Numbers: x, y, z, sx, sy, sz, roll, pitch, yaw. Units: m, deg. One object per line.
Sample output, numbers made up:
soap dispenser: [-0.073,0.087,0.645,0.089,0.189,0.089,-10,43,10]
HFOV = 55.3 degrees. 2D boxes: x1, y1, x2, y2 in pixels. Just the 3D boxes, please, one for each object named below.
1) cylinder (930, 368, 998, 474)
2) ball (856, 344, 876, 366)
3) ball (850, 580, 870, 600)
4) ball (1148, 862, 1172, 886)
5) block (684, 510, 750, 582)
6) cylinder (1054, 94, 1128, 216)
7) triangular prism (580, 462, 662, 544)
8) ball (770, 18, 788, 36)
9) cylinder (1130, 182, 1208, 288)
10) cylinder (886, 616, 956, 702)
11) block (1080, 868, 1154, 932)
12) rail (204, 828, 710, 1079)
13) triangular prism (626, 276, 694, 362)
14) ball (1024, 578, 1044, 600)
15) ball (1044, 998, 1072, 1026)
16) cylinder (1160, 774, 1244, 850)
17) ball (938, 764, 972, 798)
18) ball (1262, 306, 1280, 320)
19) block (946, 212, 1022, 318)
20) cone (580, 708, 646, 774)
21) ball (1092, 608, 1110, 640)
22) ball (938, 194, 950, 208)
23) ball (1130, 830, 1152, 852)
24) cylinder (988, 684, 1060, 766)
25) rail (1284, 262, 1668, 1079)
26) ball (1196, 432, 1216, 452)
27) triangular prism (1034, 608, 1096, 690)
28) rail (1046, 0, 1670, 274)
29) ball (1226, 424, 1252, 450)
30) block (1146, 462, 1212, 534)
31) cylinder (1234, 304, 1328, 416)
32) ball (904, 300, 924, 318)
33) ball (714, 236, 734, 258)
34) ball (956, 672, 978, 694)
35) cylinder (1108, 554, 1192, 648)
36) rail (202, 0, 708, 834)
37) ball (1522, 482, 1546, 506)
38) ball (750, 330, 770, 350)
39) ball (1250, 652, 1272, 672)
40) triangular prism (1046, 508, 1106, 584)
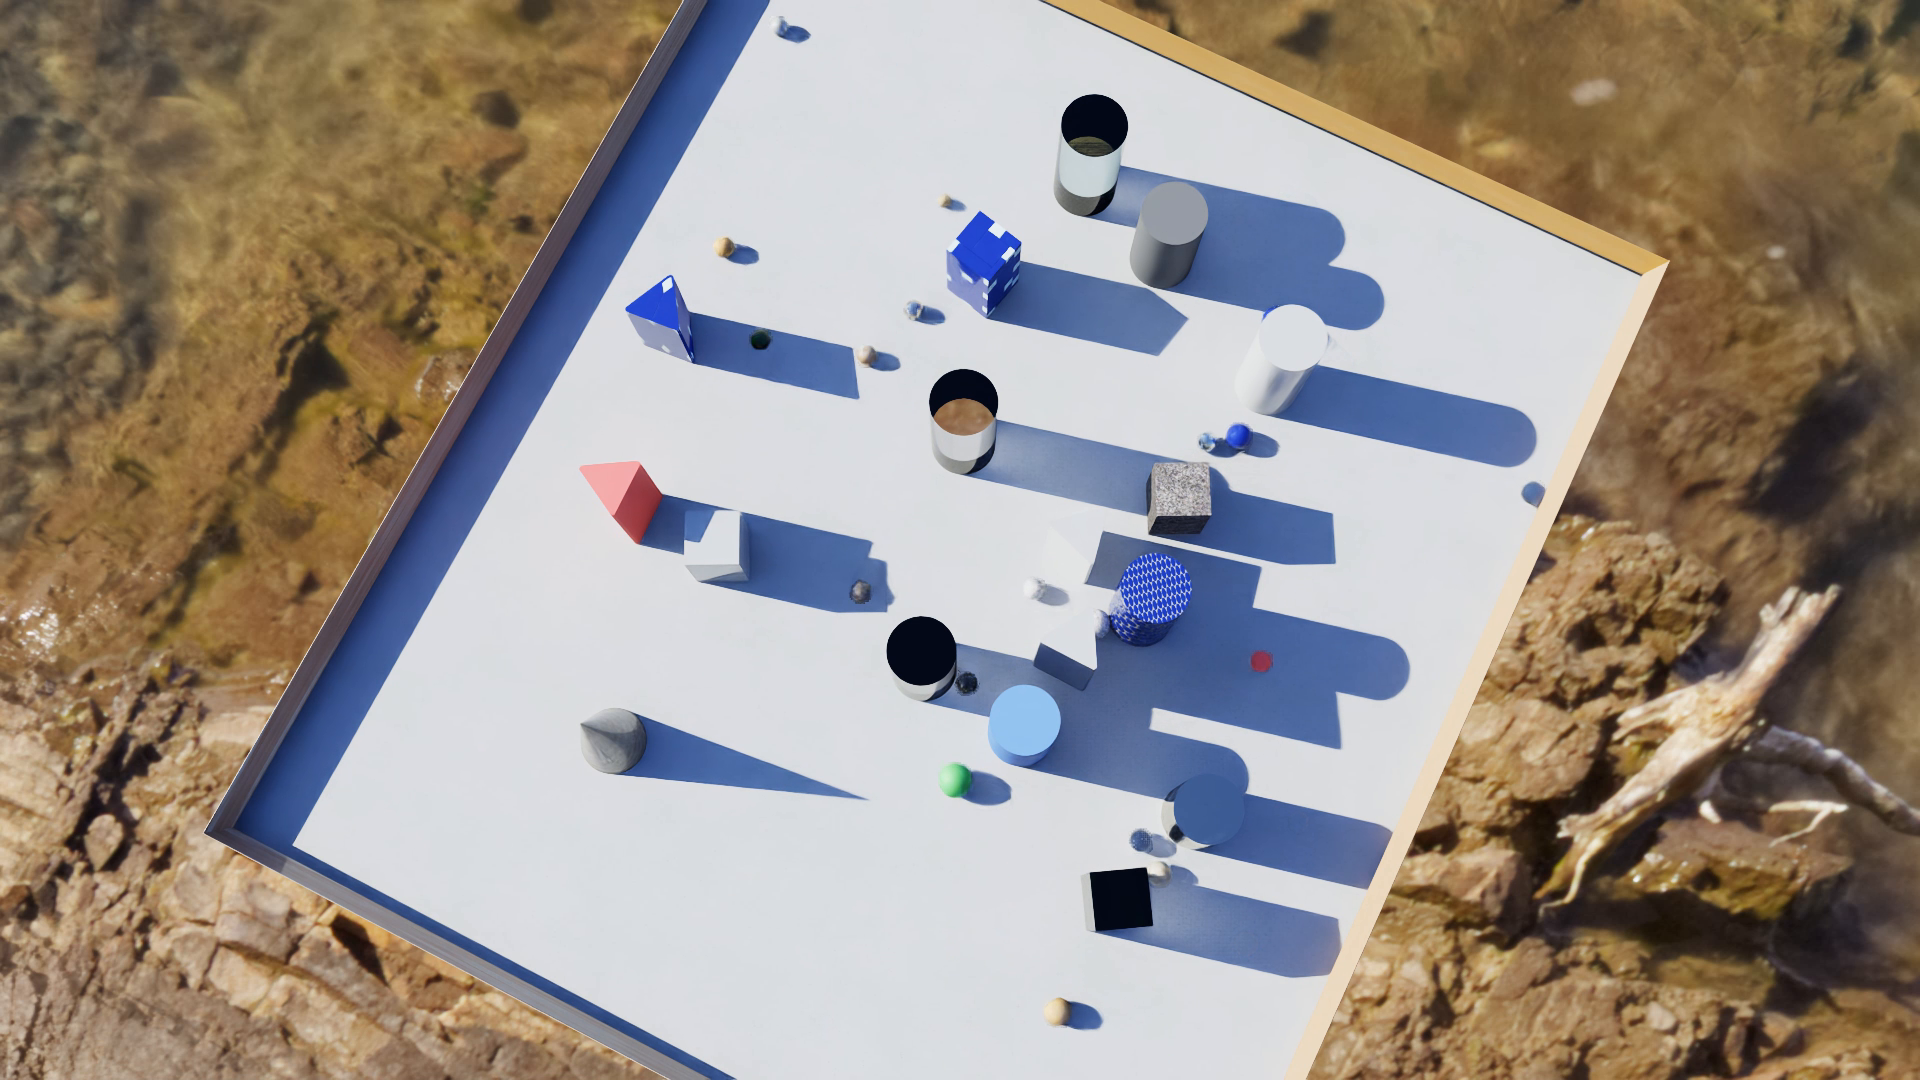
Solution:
cylinder: [0.011,-0.346,5.452,0.199,0.463,0.199,0,78,0]
ball: [-0.291,-0.576,5.704,0.063,0.063,0.063,0,78,0]
ball: [-0.301,0.154,5.553,0.062,0.062,0.062,0,78,0]
ball: [0.583,0.979,5.377,0.073,0.073,0.073,0,78,0]
block: [-0.723,0.021,5.474,0.159,0.270,0.159,-1,78,0]
cylinder: [0.396,-1.174,5.623,0.199,0.464,0.199,0,78,0]
triangular prism: [-0.976,-0.140,5.434,0.149,0.414,0.173,-35,80,-7]
ball: [-0.586,-1.662,5.930,0.059,0.059,0.059,0,78,0]
cylinder: [0.636,-0.929,5.612,0.199,0.385,0.199,0,78,0]
cylinder: [-0.109,0.351,5.352,0.199,0.376,0.199,0,78,0]
block: [0.442,1.023,5.210,0.159,0.381,0.159,-5,78,-1]
rail: [-0.778,1.531,5.233,3.144,0.129,0.045,26,80,5]
triangular prism: [-0.884,-0.686,5.591,0.173,0.329,0.149,21,79,4]
ball: [0.224,0.148,5.553,0.065,0.065,0.065,0,78,0]
ball: [0.284,1.363,5.295,0.078,0.078,0.078,0,78,0]
cylinder: [0.696,0.786,5.285,0.199,0.331,0.199,0,78,0]
ball: [-0.014,0.712,5.419,0.099,0.099,0.099,0,78,0]
ball: [0.988,-0.677,5.706,0.100,0.100,0.100,0,78,0]
block: [0.071,-0.839,5.615,0.159,0.343,0.159,38,81,7]
cone: [-1.038,0.552,5.249,0.199,0.497,0.199,0,78,0]
ball: [0.407,0.253,5.517,0.094,0.094,0.094,0,78,0]
ball: [-0.050,-1.077,5.818,0.042,0.042,0.042,0,78,0]
ball: [0.532,0.887,5.399,0.066,0.066,0.066,0,78,0]
cylinder: [0.182,0.542,5.315,0.199,0.371,0.199,0,78,0]
rail: [1.385,0.685,5.408,0.045,0.129,3.528,26,80,5]
ball: [0.760,-0.302,5.648,0.062,0.062,0.062,0,78,0]
triangular prism: [0.331,0.301,5.304,0.173,0.490,0.149,27,80,5]
rail: [0.778,-1.517,5.864,3.144,0.129,0.045,26,80,5]
ball: [0.858,-0.318,5.642,0.079,0.079,0.079,0,78,0]
block: [0.654,-0.123,5.507,0.159,0.265,0.159,-1,78,0]
cylinder: [0.956,-0.533,5.488,0.199,0.469,0.199,0,78,0]
ball: [-0.145,-0.722,5.736,0.059,0.059,0.059,0,78,0]
ball: [-0.744,-0.923,5.774,0.066,0.066,0.066,0,78,0]
ball: [0.021,0.428,5.495,0.065,0.065,0.065,0,78,0]
cylinder: [0.549,0.181,5.347,0.199,0.455,0.199,0,78,0]
rail: [-1.385,-0.671,5.688,0.045,0.129,3.528,26,80,5]
ball: [1.756,-0.142,5.609,0.073,0.073,0.073,0,78,0]
ball: [-0.622,-0.623,5.714,0.061,0.061,0.061,0,78,0]
ball: [0.904,0.366,5.509,0.064,0.064,0.064,0,78,0]
triangular prism: [0.373,-0.010,5.458,0.149,0.315,0.173,-44,82,-8]
